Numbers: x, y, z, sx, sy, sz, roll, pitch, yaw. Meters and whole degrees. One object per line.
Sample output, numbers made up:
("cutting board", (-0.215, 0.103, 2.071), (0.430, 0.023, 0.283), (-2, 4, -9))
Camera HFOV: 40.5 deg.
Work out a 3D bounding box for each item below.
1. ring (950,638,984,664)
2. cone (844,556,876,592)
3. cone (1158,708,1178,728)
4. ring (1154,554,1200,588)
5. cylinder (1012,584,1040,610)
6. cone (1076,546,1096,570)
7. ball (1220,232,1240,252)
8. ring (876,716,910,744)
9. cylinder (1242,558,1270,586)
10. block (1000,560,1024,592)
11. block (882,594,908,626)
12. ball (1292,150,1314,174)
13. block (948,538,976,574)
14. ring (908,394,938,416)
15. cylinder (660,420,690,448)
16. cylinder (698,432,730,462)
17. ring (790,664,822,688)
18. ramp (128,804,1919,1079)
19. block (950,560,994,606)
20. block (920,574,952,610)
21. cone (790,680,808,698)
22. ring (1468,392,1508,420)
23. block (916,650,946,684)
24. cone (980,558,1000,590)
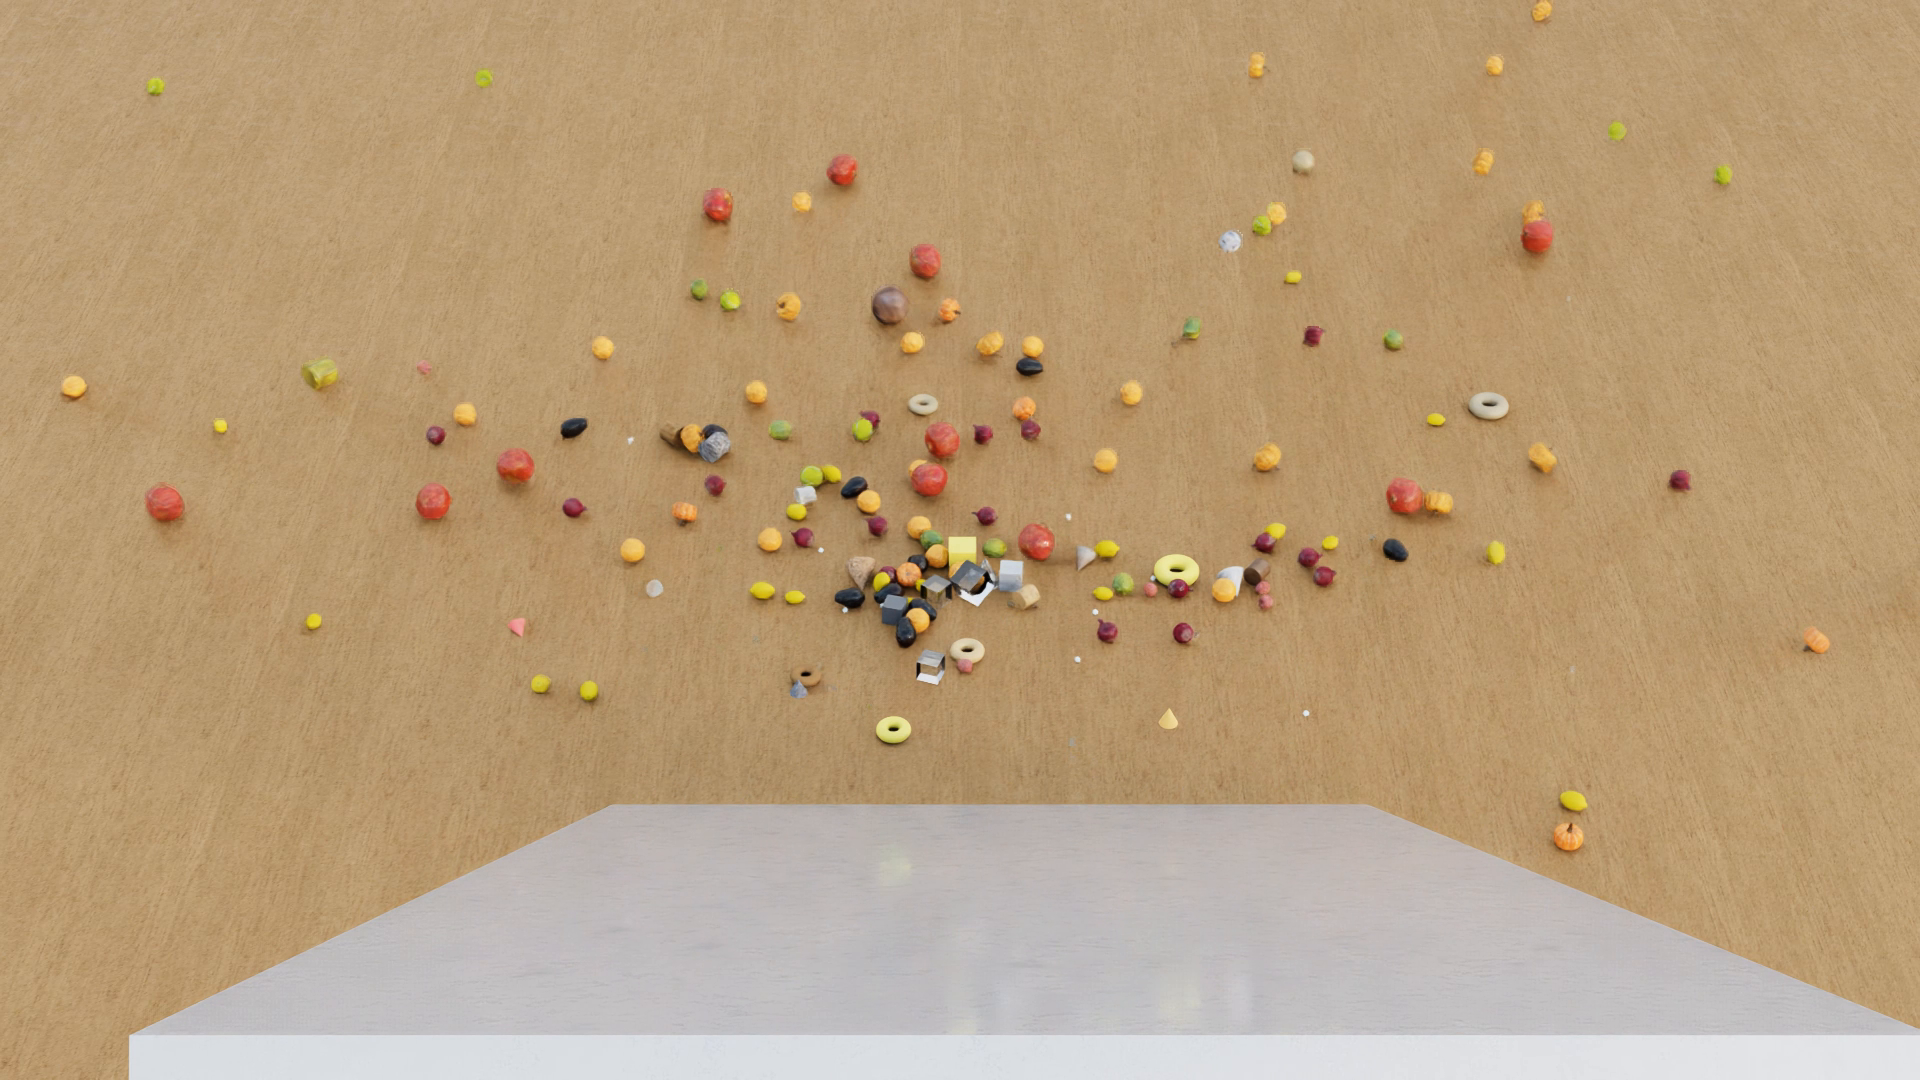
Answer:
("ring", (0.021, 0.321, 7.506), (0.101, 0.034, 0.101), (-1, 36, 1))
("cone", (-0.295, 0.114, 7.783), (0.095, 0.095, 0.095), (-3, 63, -4))
("cone", (0.583, 0.489, 7.256), (0.054, 0.054, 0.054), (0, 36, 0))
("ring", (0.651, 0.093, 7.810), (0.137, 0.046, 0.137), (-1, 37, 1))
("cylinder", (0.194, 0.167, 7.697), (0.058, 0.058, 0.058), (30, 46, 35))
("cone", (0.368, 0.066, 7.858), (0.072, 0.072, 0.072), (16, 66, 20))
("ball", (0.952, -1.051, 9.166), (0.076, 0.076, 0.076), (0, 36, 0))
("ring", (-0.185, 0.527, 7.223), (0.098, 0.033, 0.098), (-1, 37, 1))
("cylinder", (0.890, 0.095, 7.793), (0.062, 0.062, 0.062), (22, 39, 27))
("block", (0.153, 0.108, 7.772), (0.065, 0.065, 0.065), (4, 36, 5))
("block", (-0.191, 0.207, 7.638), (0.062, 0.062, 0.062), (9, 37, 13))
("ball", (1.305, -1.439, 9.887), (0.085, 0.085, 0.085), (0, 36, 0))
("block", (0.008, 0.048, 7.841), (0.081, 0.081, 0.081), (0, 36, 0))
("ring", (-0.121, -0.446, 8.563), (0.099, 0.033, 0.099), (1, 36, -1))
("cylinder", (-0.922, -0.343, 8.390), (0.070, 0.070, 0.070), (-30, 46, -35))
("cylinder", (-0.785, -0.298, 8.324), (0.074, 0.074, 0.074), (21, 41, 26))
("ring", (-0.441, 0.387, 7.418), (0.089, 0.030, 0.089), (0, 34, 0))
("ramp", (0.079, 0.674, 4.877), (2.000, 0.100, 4.000), (0, -2, 0))
("block", (0.036, 0.127, 7.708), (0.083, 0.083, 0.083), (28, 69, 33))
("block", (-0.070, 0.156, 7.705), (0.067, 0.067, 0.067), (26, 43, 31))
("cone", (-0.458, 0.413, 7.365), (0.051, 0.051, 0.051), (0, 36, 0))
("ring", (1.739, -0.441, 8.548), (0.130, 0.043, 0.130), (-1, 37, 1))
("block", (-0.083, 0.362, 7.423), (0.064, 0.064, 0.064), (12, 38, 17))
("cone", (0.075, 0.089, 7.776), (0.091, 0.091, 0.091), (0, 36, 0))
